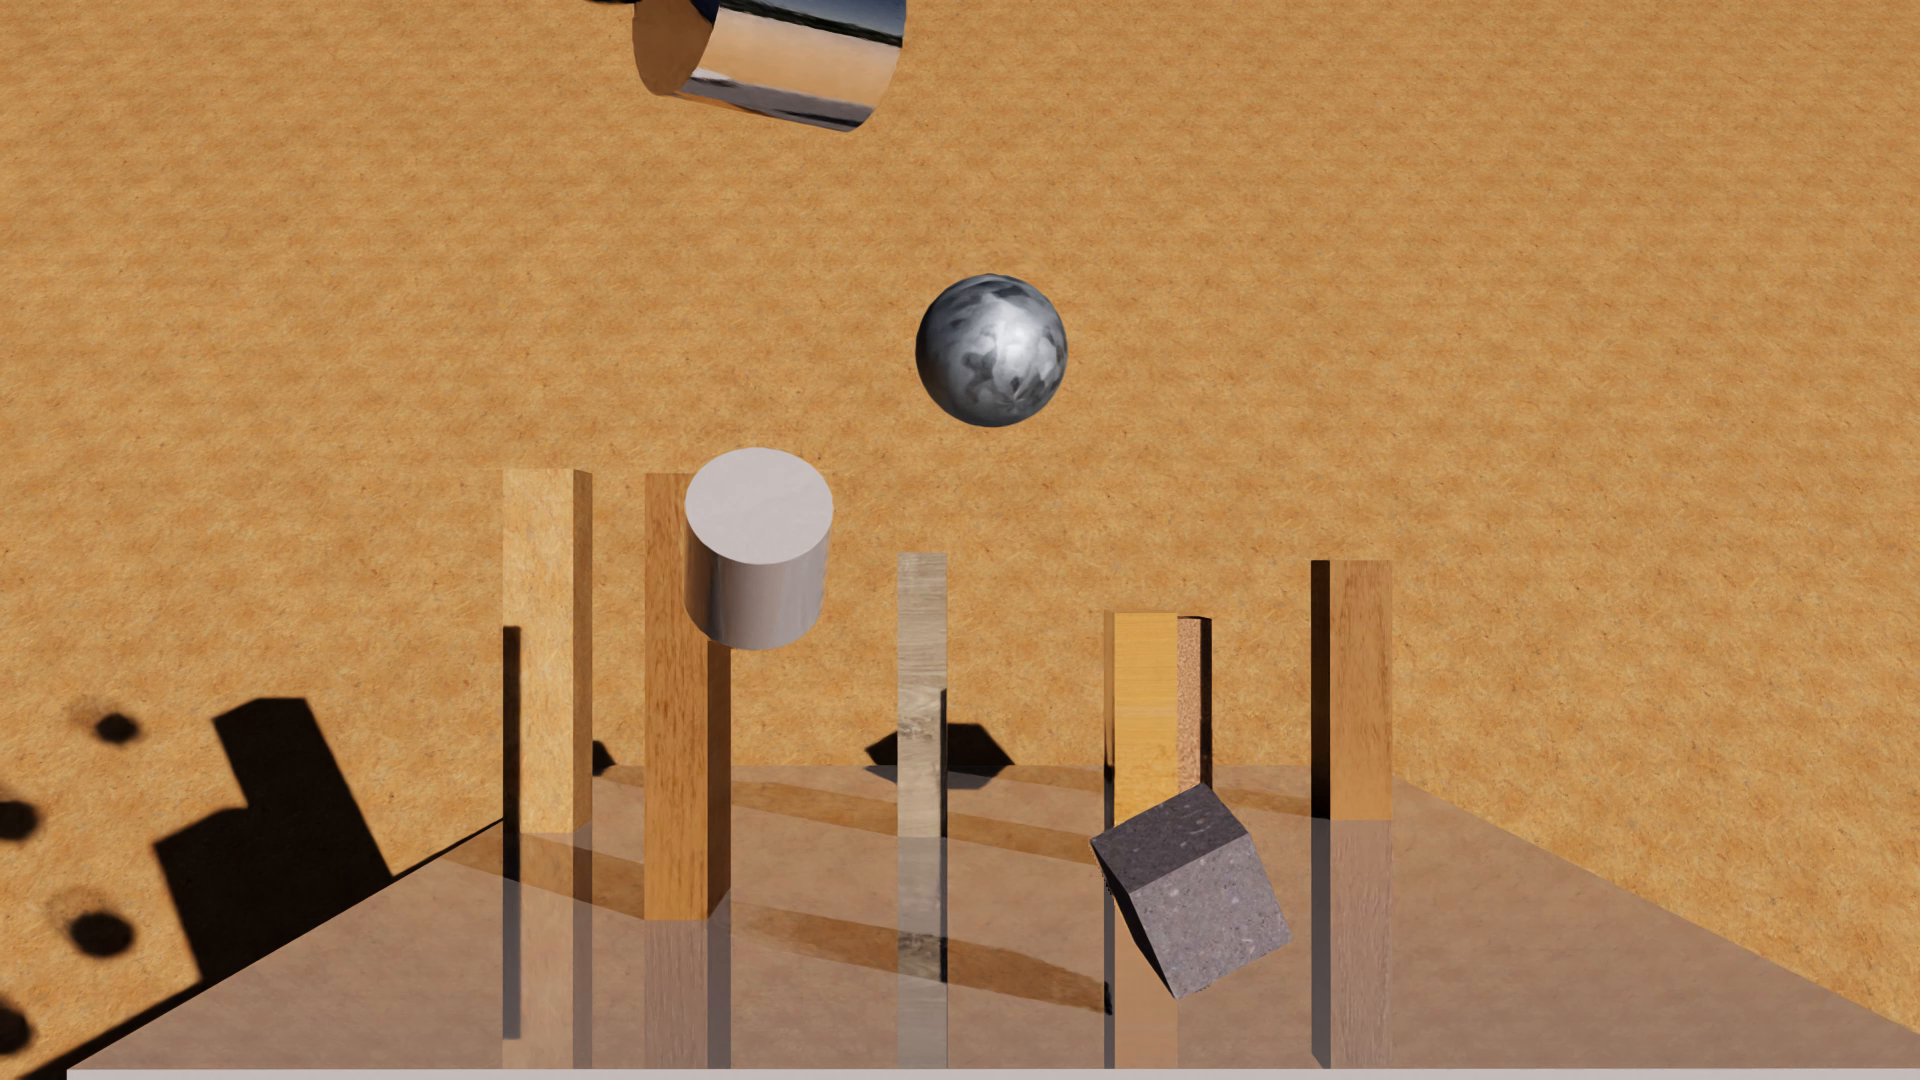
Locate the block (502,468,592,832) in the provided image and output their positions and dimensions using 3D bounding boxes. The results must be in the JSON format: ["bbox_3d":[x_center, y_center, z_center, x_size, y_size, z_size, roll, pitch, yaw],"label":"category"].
[{"bbox_3d":[-0.822,0.217,5.179,0.137,0.708,0.267,0,0,0],"label":"block"}]

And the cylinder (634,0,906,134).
[{"bbox_3d":[-0.177,-0.484,2.387,0.186,0.186,0.186,7,25,-32],"label":"cylinder"}]

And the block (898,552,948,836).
[{"bbox_3d":[-0.073,0.298,5.146,0.094,0.545,0.355,0,0,0],"label":"block"}]

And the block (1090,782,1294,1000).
[{"bbox_3d":[0.263,0.398,2.952,0.150,0.150,0.150,-26,22,-5],"label":"block"}]

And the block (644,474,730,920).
[{"bbox_3d":[-0.419,0.232,4.014,0.093,0.658,0.394,0,0,0],"label":"block"}]

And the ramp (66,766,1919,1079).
[{"bbox_3d":[0.070,0.616,4.694,2.000,0.100,4.000,0,0,0],"label":"ramp"}]

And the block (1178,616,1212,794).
[{"bbox_3d":[0.500,0.375,5.830,0.106,0.401,0.294,0,0,0],"label":"block"}]

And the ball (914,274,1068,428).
[{"bbox_3d":[0.032,-0.192,2.626,0.155,0.155,0.155,0,31,0],"label":"ball"}]

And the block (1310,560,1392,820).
[{"bbox_3d":[0.819,0.307,5.432,0.127,0.530,0.288,0,0,0],"label":"block"}]

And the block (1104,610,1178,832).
[{"bbox_3d":[0.319,0.346,4.609,0.107,0.439,0.333,0,0,0],"label":"block"}]

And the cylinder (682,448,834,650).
[{"bbox_3d":[-0.193,0.009,2.463,0.138,0.138,0.138,4,52,-5],"label":"cylinder"}]

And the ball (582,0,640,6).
[{"bbox_3d":[-0.311,-0.549,2.296,0.149,0.149,0.149,0,31,0],"label":"ball"}]
